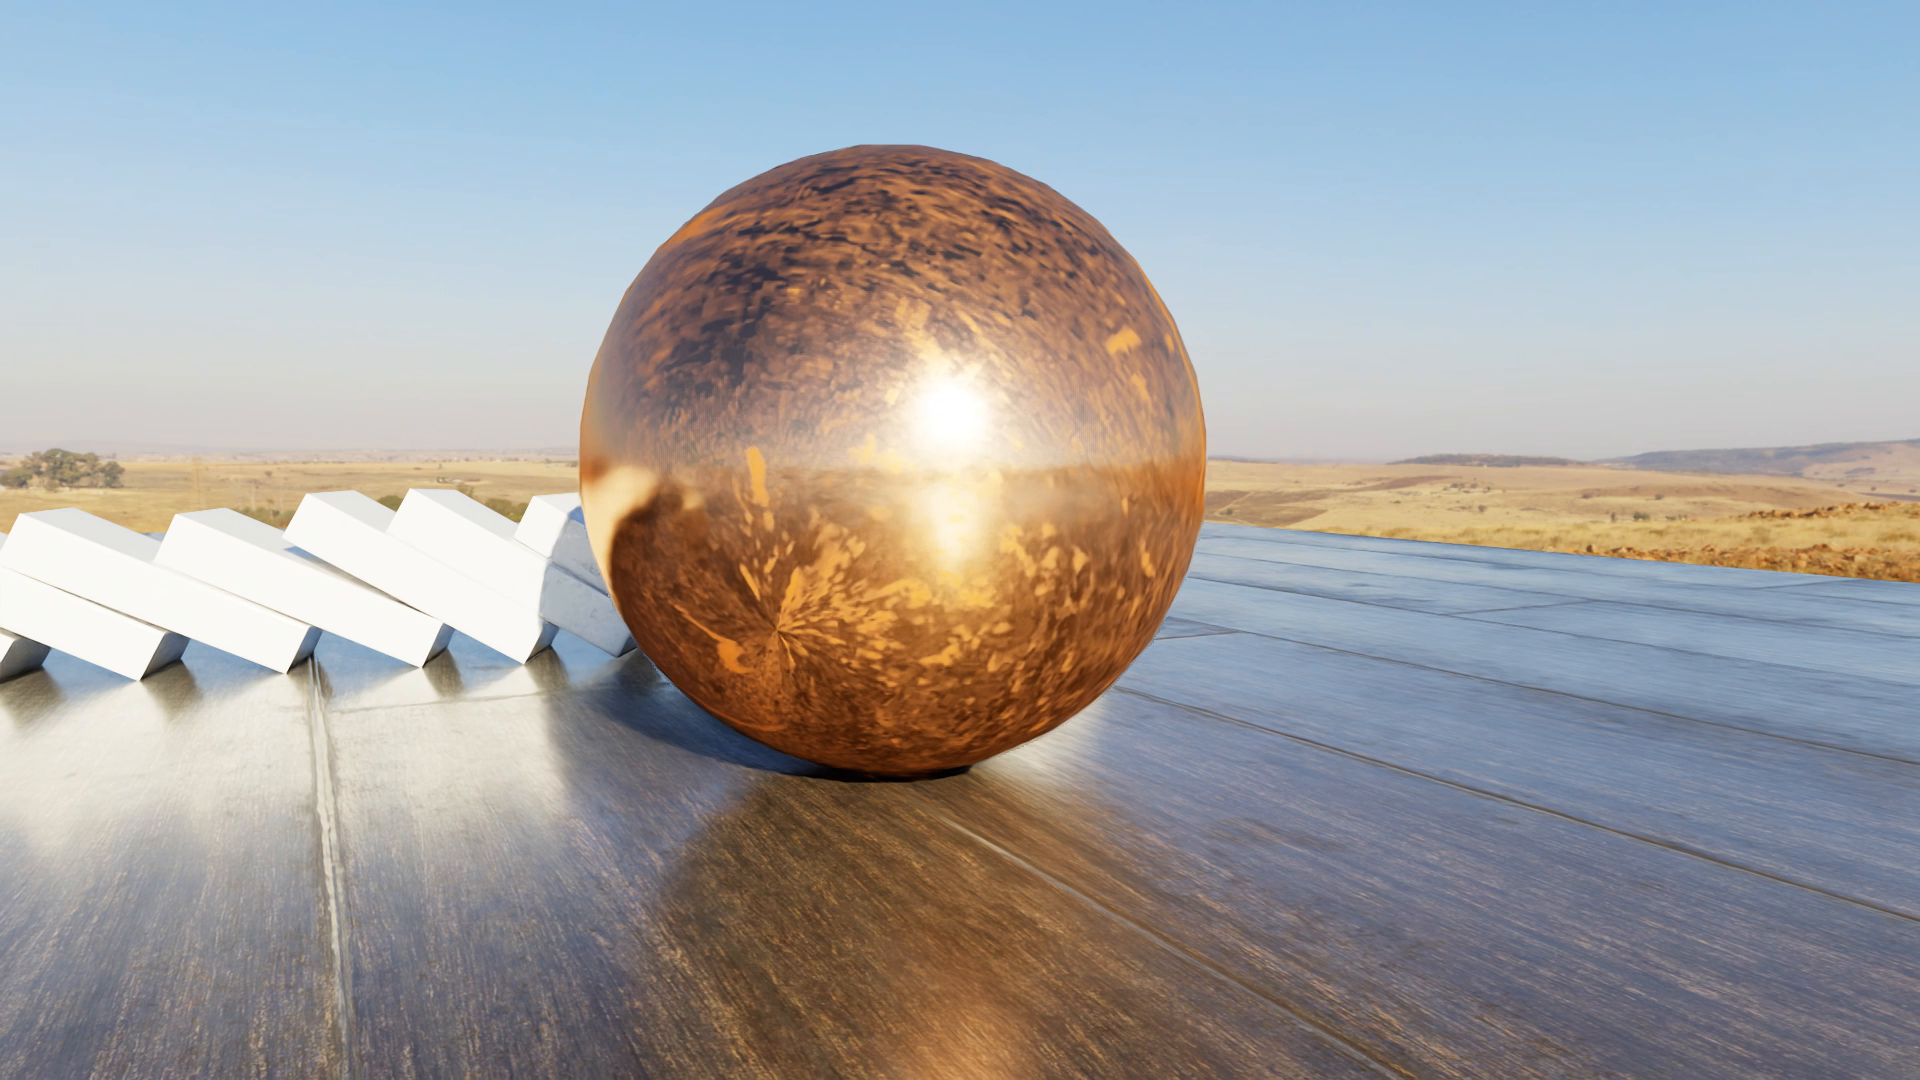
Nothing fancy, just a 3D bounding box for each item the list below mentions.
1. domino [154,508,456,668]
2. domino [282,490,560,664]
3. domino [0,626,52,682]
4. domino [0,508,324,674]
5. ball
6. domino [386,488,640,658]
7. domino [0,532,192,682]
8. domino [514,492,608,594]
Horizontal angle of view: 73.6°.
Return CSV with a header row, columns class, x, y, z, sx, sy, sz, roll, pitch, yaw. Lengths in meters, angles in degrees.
class,x,y,z,sx,sy,sz,roll,pitch,yaw
domino,-0.125,0.009,0.251,0.050,0.010,0.025,25,-1,-12
domino,-0.105,0.007,0.256,0.050,0.009,0.025,29,0,-7
domino,-0.192,0.009,0.229,0.050,0.009,0.025,30,-5,-16
domino,-0.148,0.009,0.243,0.050,0.009,0.025,26,-3,-17
ball,-0.008,-0.010,0.168,0.080,0.080,0.080,0,4,0
domino,-0.086,0.006,0.259,0.050,0.010,0.025,29,0,-3
domino,-0.170,0.009,0.235,0.050,0.009,0.025,27,-4,-16
domino,-0.062,0.007,0.262,0.050,0.010,0.025,29,8,6
